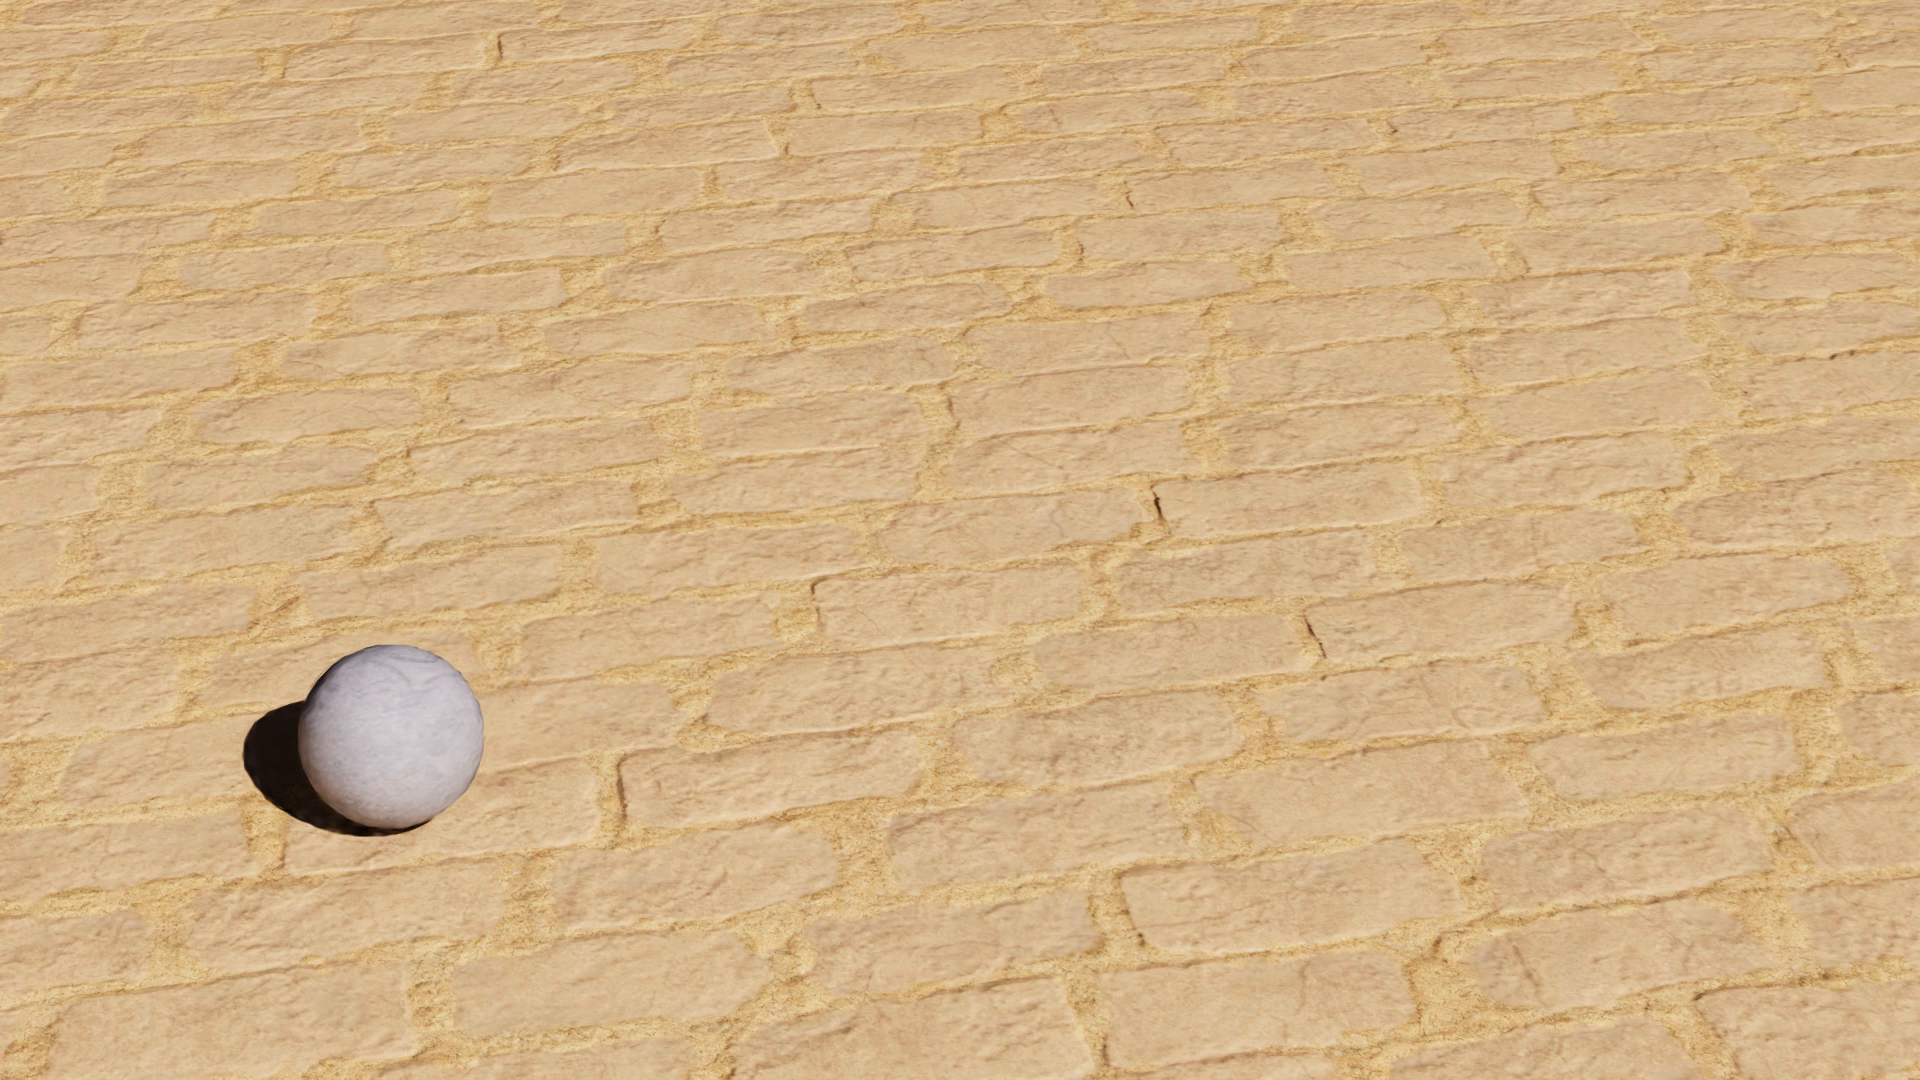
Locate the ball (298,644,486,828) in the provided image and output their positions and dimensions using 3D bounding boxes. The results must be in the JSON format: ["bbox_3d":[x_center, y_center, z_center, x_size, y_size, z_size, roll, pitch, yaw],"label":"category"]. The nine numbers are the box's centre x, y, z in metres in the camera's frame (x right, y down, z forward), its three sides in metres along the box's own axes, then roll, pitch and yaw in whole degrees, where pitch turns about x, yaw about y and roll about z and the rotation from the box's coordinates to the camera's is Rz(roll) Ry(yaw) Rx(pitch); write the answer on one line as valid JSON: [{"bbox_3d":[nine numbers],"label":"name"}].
[{"bbox_3d":[-0.279,0.096,1.445,0.091,0.091,0.091,0,32,0],"label":"ball"}]
